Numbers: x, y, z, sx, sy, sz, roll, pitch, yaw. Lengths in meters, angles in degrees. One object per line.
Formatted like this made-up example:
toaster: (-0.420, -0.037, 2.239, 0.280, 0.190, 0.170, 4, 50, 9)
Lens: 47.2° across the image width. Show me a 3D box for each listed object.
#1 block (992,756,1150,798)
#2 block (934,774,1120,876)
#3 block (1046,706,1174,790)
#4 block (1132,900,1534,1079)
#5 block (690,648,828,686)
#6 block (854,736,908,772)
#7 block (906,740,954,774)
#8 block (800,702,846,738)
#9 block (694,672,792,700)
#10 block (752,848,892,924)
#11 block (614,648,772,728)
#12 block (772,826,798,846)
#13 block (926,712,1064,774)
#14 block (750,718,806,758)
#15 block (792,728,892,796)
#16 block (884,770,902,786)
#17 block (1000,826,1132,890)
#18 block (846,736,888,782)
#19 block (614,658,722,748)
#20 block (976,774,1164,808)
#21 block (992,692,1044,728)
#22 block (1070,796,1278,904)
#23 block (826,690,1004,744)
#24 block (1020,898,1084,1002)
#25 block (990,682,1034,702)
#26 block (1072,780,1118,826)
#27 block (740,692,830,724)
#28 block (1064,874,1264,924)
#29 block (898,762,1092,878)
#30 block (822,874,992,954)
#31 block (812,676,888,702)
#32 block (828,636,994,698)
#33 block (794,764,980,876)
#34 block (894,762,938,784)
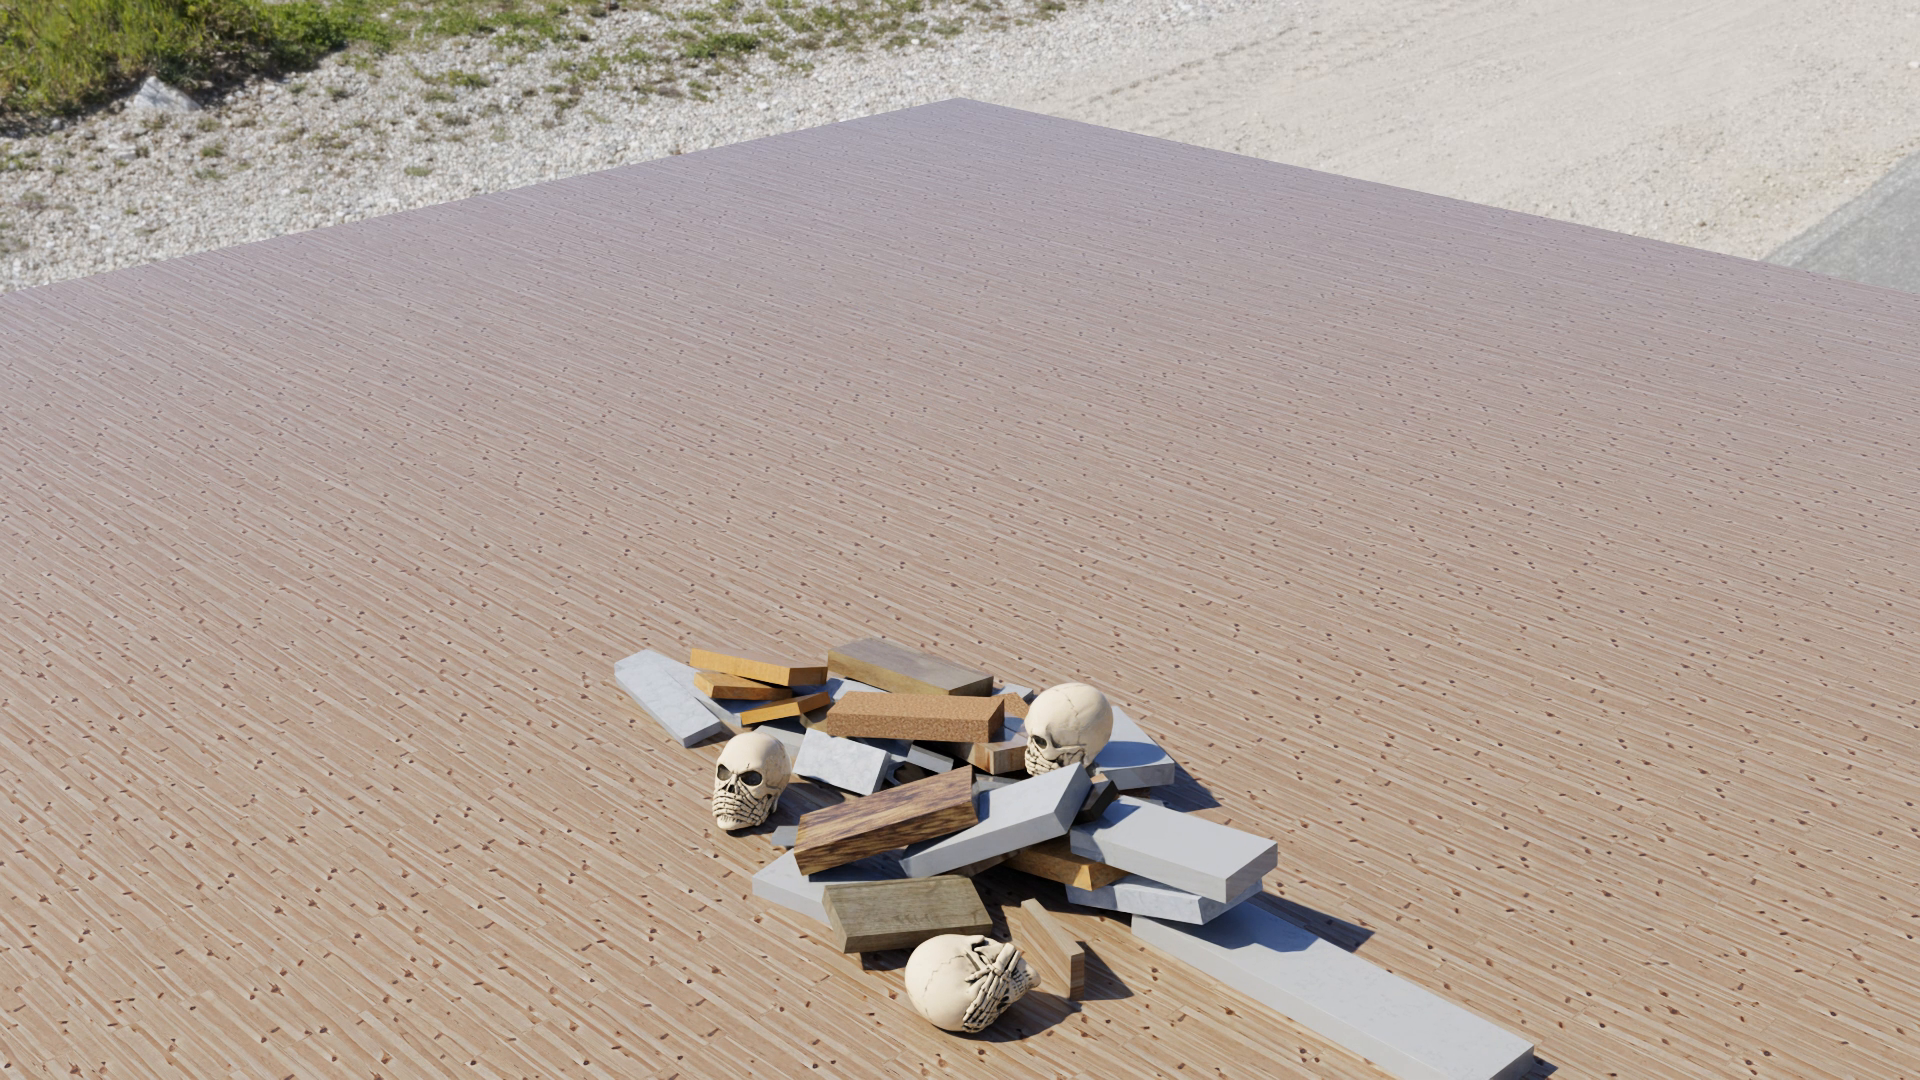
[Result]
block: (0.229, 0.499, 4.526, 0.325, 0.046, 0.162, 2, 23, 5)
block: (0.102, 0.565, 4.195, 0.422, 0.027, 0.095, -25, 20, -6)
block: (0.308, 0.431, 4.565, 0.162, 0.046, 0.325, -5, 18, -17)
block: (0.636, 0.782, 3.854, 0.175, 0.050, 0.738, -21, 31, -40)
block: (-0.453, 0.284, 4.948, 0.282, 0.040, 0.141, 9, 3, 33)
block: (-0.161, 0.432, 4.588, 0.063, 0.018, 0.127, -11, 38, -32)
block: (-0.060, 0.449, 4.552, 0.092, 0.026, 0.184, 20, 2, 1)
block: (-0.246, 0.418, 4.674, 0.094, 0.027, 0.187, -16, 43, -39)
block: (-0.480, 0.325, 4.868, 0.196, 0.028, 0.098, 5, 11, -32)
block: (-0.237, 0.663, 4.148, 0.282, 0.040, 0.141, 15, 27, 31)
block: (-0.602, 0.331, 4.946, 0.410, 0.028, 0.098, 18, 29, 36)
block: (-0.332, 0.580, 4.314, 0.063, 0.018, 0.125, 1, 2, 2)
block: (0.051, 0.410, 4.632, 0.171, 0.048, 0.363, -8, 13, -29)
block: (-0.345, 0.429, 4.716, 0.187, 0.027, 0.094, 12, 26, 26)
block: (-0.245, 0.462, 4.552, 0.196, 0.098, 0.028, 13, -12, 29)
block: (-0.112, 0.488, 4.549, 0.127, 0.018, 0.063, 34, 38, 32)
block: (0.202, 0.588, 4.202, 0.170, 0.048, 0.340, -17, 13, -35)
block: (-0.178, 0.450, 4.611, 0.063, 0.018, 0.127, -23, 58, -43)
block: (-0.645, 0.356, 4.845, 0.092, 0.026, 0.331, -25, 35, -25)
block: (0.209, 0.517, 4.350, 0.381, 0.046, 0.162, 8, -2, 3)
block: (0.125, 0.378, 4.815, 0.063, 0.018, 0.125, -7, 32, -29)
block: (0.389, 0.561, 4.015, 0.340, 0.048, 0.170, 13, 25, 38)
block: (-0.091, 0.369, 4.602, 0.341, 0.048, 0.171, 2, 12, 12)
block: (0.164, 0.729, 3.920, 0.027, 0.095, 0.191, -10, 25, -23)
block: (0.105, 0.357, 4.896, 0.063, 0.018, 0.125, 13, 26, 28)
block: (0.198, 0.503, 4.127, 0.191, 0.027, 0.095, -18, 19, 40)
block: (-0.378, 0.363, 4.751, 0.187, 0.027, 0.094, -14, 2, 43)
block: (0.373, 0.636, 4.066, 0.170, 0.048, 0.340, -21, 13, -40)
block: (0.067, 0.530, 4.133, 0.350, 0.050, 0.175, -22, 16, 29)
block: (-0.097, 0.682, 4.024, 0.282, 0.040, 0.141, -1, 32, -22)
block: (-0.225, 0.352, 4.898, 0.184, 0.026, 0.092, 10, 25, 23)
block: (-0.113, 0.299, 4.956, 0.341, 0.048, 0.171, 16, 17, 34)
block: (-0.137, 0.533, 4.192, 0.350, 0.050, 0.175, -17, 16, 6)
block: (-0.063, 0.502, 4.508, 0.138, 0.020, 0.069, 32, 37, 29)
